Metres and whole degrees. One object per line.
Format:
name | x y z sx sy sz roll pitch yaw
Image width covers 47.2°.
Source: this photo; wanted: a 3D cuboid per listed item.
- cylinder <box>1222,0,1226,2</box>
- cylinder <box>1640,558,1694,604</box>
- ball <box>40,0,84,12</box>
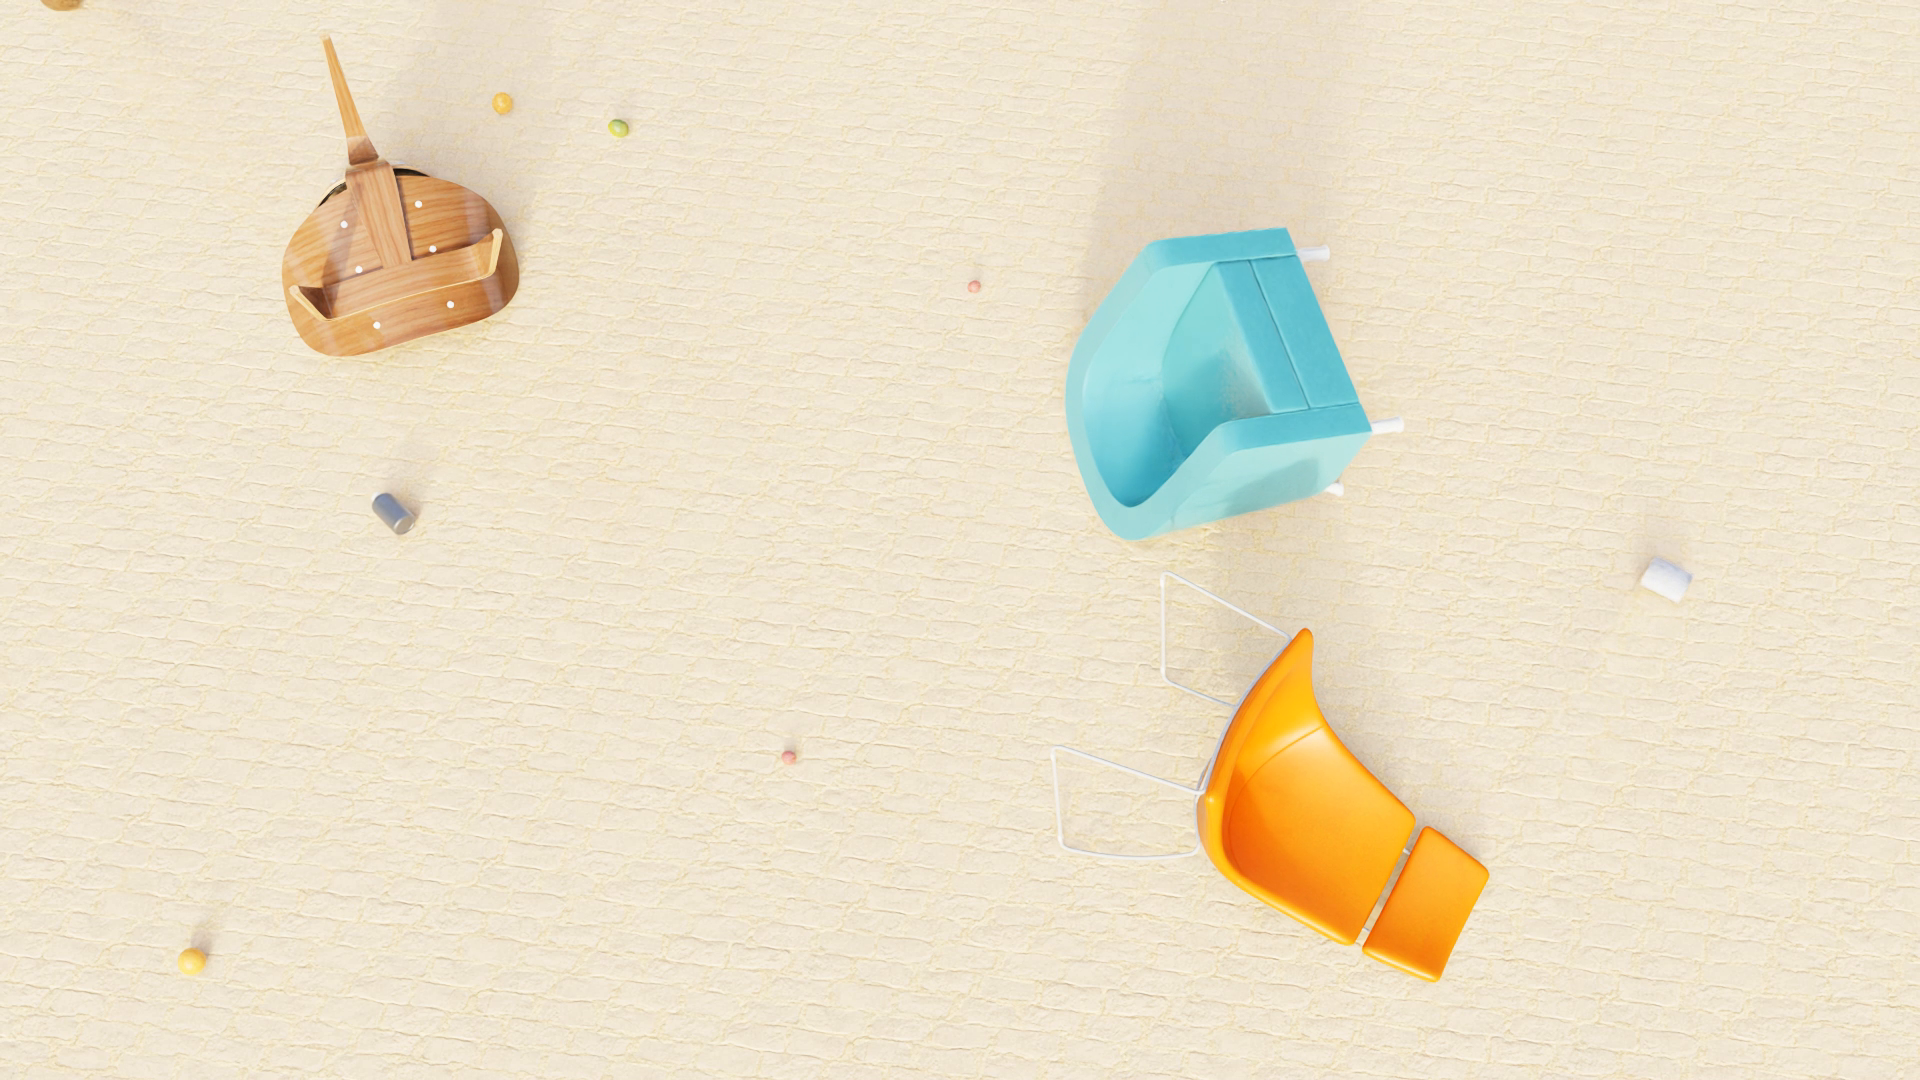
cylinder | 0.923 -2.005 7.849 0.110 0.134 0.089 30 19 19
cylinder | 2.075 0.117 6.452 0.122 0.067 0.122 29 47 18
ball | -3.183 -1.963 7.780 0.185 0.185 0.185 0 56 0
